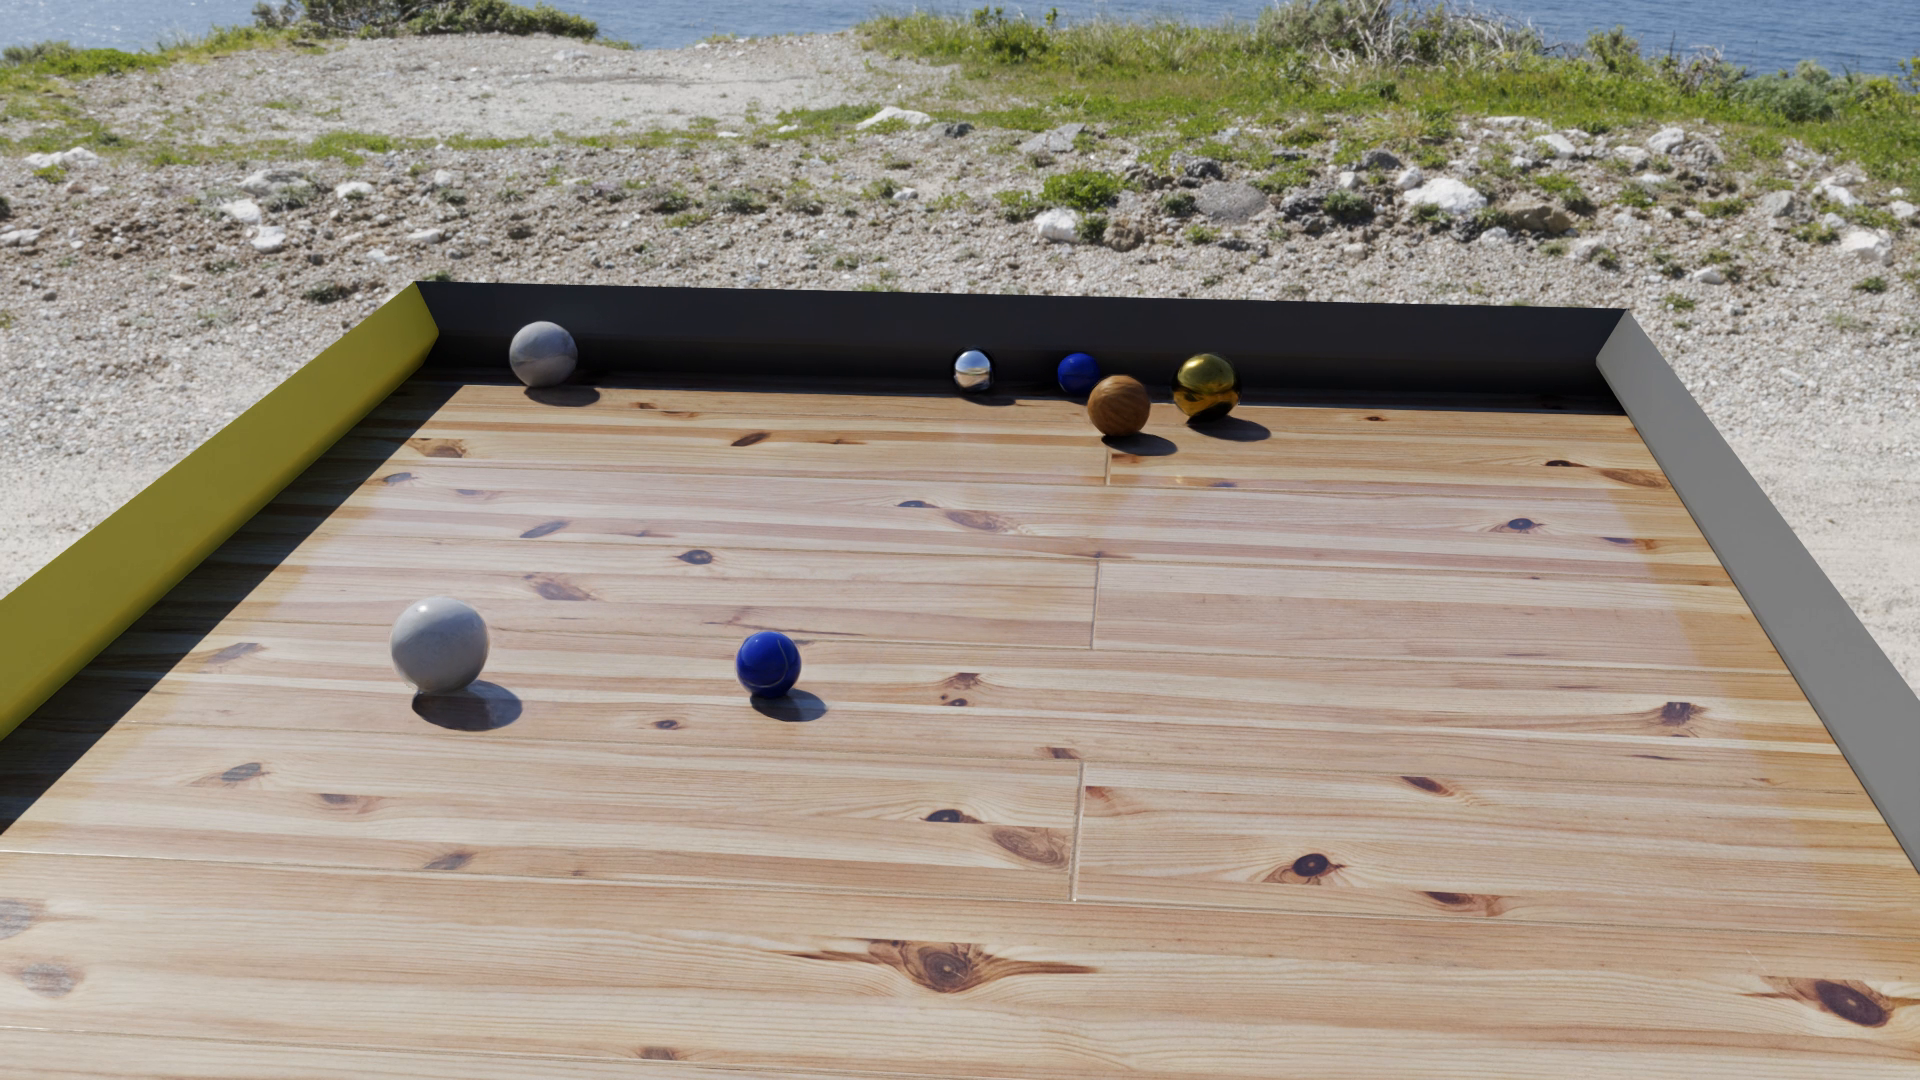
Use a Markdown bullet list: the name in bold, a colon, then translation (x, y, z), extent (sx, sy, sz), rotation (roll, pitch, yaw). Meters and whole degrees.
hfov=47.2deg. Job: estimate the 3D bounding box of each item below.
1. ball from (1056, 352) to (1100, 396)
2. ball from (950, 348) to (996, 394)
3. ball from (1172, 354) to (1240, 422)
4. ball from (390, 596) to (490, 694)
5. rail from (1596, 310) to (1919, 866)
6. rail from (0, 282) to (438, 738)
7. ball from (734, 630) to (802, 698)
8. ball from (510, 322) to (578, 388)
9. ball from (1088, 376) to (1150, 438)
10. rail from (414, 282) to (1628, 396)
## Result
- **ball**: translation (0.163, -0.228, 3.031), extent (0.059, 0.059, 0.059), rotation (0, 21, 0)
- **ball**: translation (0.019, -0.233, 3.038), extent (0.064, 0.064, 0.064), rotation (0, 21, 0)
- **ball**: translation (0.326, -0.202, 2.918), extent (0.091, 0.091, 0.091), rotation (0, 21, 0)
- **ball**: translation (-0.502, 0.101, 2.122), extent (0.095, 0.095, 0.095), rotation (0, 21, 0)
- **rail**: translation (0.755, 0.264, 1.652), extent (0.045, 0.123, 2.933), rotation (2, 21, 5)
- **rail**: translation (-0.886, 0.212, 1.790), extent (0.045, 0.123, 2.933), rotation (2, 21, 5)
- **ball**: translation (-0.184, 0.119, 2.117), extent (0.064, 0.064, 0.064), rotation (0, 21, 0)
- **ball**: translation (-0.579, -0.258, 3.059), extent (0.094, 0.094, 0.094), rotation (0, 21, 0)
- **ball**: translation (0.207, -0.173, 2.856), extent (0.082, 0.082, 0.082), rotation (0, 21, 0)
- **rail**: translation (0.063, -0.276, 3.063), extent (1.695, 0.123, 0.045), rotation (2, 21, 5)
